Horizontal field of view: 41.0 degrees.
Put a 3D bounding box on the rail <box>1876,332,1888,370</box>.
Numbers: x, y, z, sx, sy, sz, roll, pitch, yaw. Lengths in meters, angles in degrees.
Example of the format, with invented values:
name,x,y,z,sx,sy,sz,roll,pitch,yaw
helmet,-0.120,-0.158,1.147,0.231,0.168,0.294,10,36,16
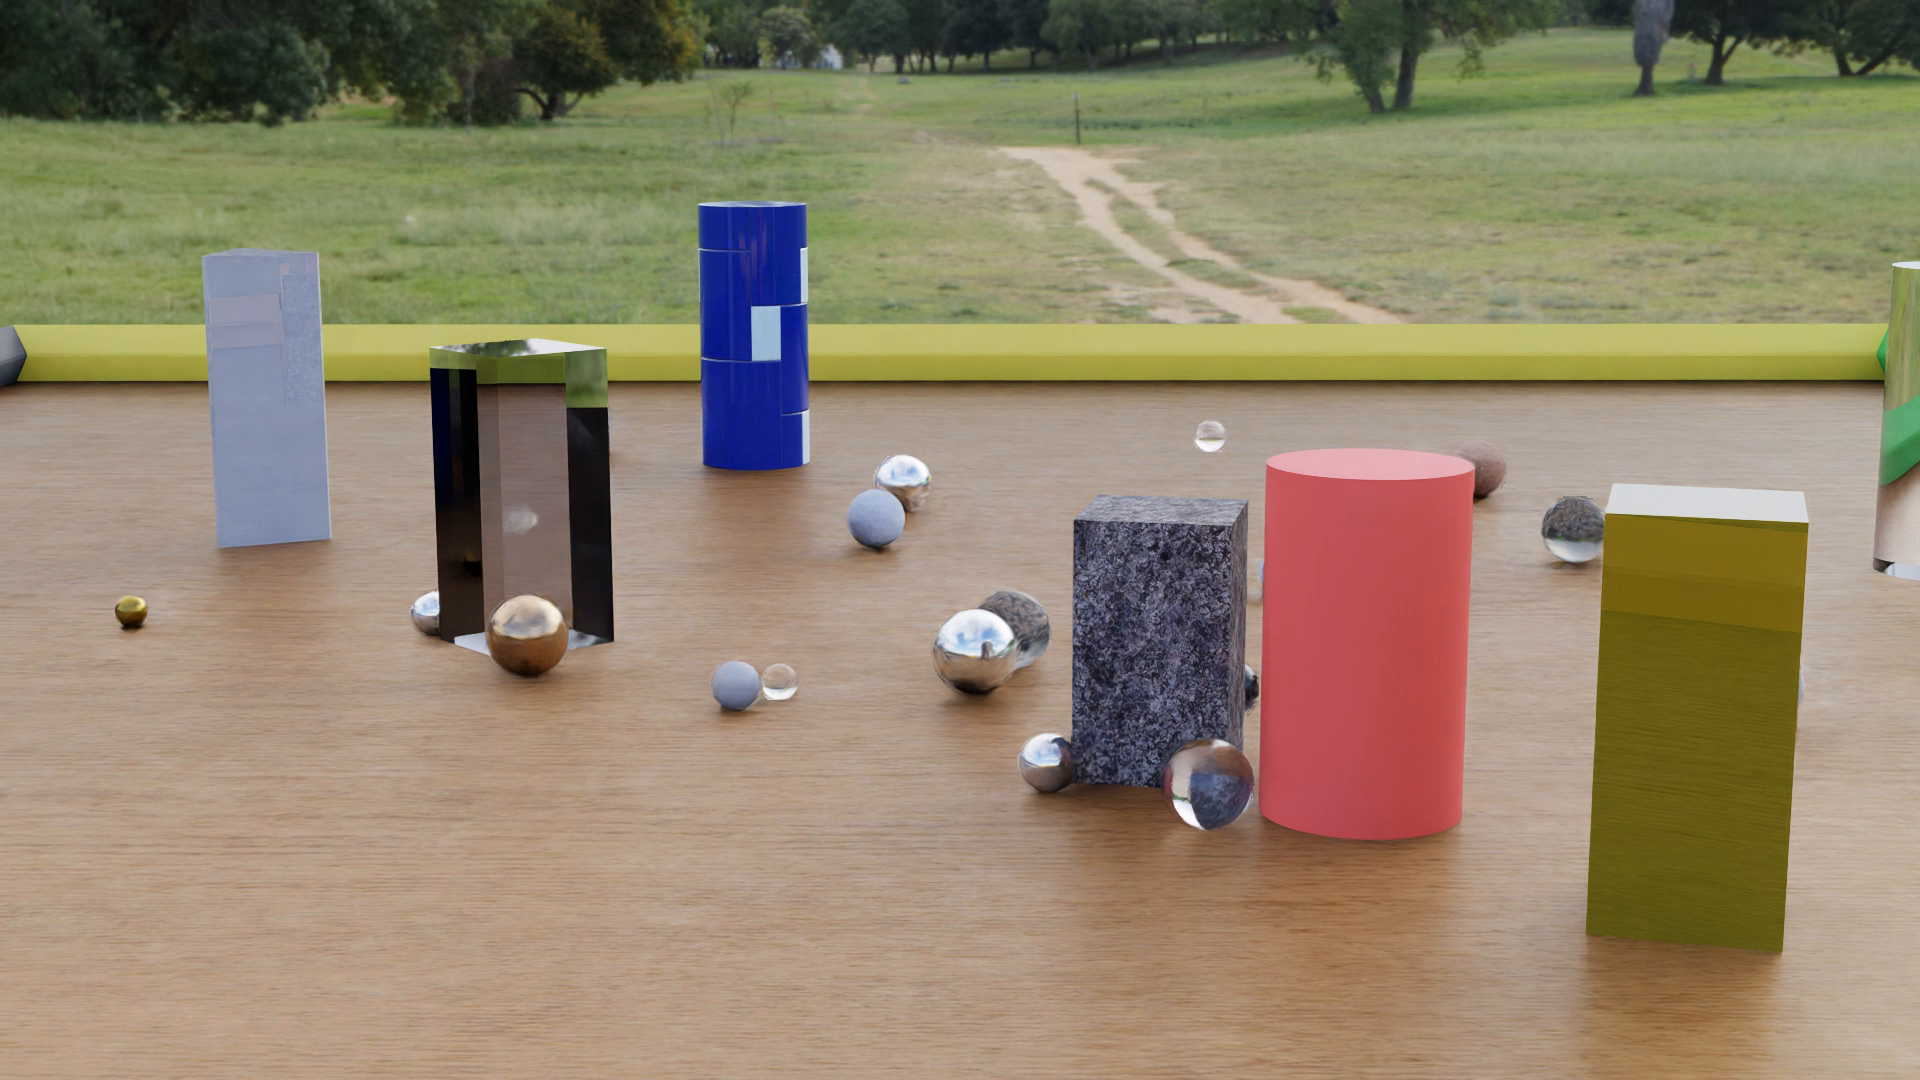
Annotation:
name,x,y,z,sx,sy,sz,roll,pitch,yaw
rail,2.172,0.031,3.461,0.045,0.130,5.206,0,10,0

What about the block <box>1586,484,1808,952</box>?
name,x,y,z,sx,sy,sz,roll,pitch,yaw
block,0.630,0.147,2.200,0.160,0.363,0.160,3,11,16

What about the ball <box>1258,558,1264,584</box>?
name,x,y,z,sx,sy,sz,roll,pitch,yaw
ball,0.447,0.044,3.592,0.059,0.059,0.059,0,10,0

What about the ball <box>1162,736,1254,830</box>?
name,x,y,z,sx,sy,sz,roll,pitch,yaw
ball,0.240,0.235,2.477,0.089,0.089,0.089,0,10,0

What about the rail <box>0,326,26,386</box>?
name,x,y,z,sx,sy,sz,roll,pitch,yaw
rail,-2.172,0.036,3.436,0.045,0.130,5.206,0,10,0

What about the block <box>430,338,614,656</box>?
name,x,y,z,sx,sy,sz,roll,pitch,yaw
block,-0.556,-0.056,3.258,0.160,0.377,0.160,-9,14,-41

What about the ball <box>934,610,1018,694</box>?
name,x,y,z,sx,sy,sz,roll,pitch,yaw
ball,0.019,0.131,3.009,0.100,0.100,0.100,0,10,0

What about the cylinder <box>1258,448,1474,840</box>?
name,x,y,z,sx,sy,sz,roll,pitch,yaw
cylinder,0.396,0.097,2.513,0.200,0.347,0.200,0,10,0

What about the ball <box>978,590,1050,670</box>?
name,x,y,z,sx,sy,sz,roll,pitch,yaw
ball,0.062,0.110,3.132,0.097,0.097,0.097,0,10,0

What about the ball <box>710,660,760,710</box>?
name,x,y,z,sx,sy,sz,roll,pitch,yaw
ball,-0.257,0.166,2.937,0.057,0.057,0.057,0,10,0

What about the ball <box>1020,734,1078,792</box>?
name,x,y,z,sx,sy,sz,roll,pitch,yaw
ball,0.090,0.226,2.604,0.060,0.060,0.060,0,10,0

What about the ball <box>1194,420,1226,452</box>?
name,x,y,z,sx,sy,sz,roll,pitch,yaw
ball,0.477,-0.198,4.895,0.060,0.060,0.060,0,10,0

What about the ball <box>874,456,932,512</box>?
name,x,y,z,sx,sy,sz,roll,pitch,yaw
ball,-0.094,-0.093,4.237,0.094,0.094,0.094,0,10,0

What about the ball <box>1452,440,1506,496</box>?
name,x,y,z,sx,sy,sz,roll,pitch,yaw
ball,0.884,-0.123,4.390,0.097,0.097,0.097,0,10,0

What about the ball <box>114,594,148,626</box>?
name,x,y,z,sx,sy,sz,roll,pitch,yaw
ball,-1.090,0.093,3.375,0.042,0.042,0.042,0,10,0

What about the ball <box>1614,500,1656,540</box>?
name,x,y,z,sx,sy,sz,roll,pitch,yaw
ball,1.050,-0.031,3.990,0.062,0.062,0.062,0,10,0

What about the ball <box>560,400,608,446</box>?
name,x,y,z,sx,sy,sz,roll,pitch,yaw
ball,-0.728,-0.227,4.972,0.091,0.091,0.091,0,10,0

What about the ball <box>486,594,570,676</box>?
name,x,y,z,sx,sy,sz,roll,pitch,yaw
ball,-0.522,0.115,3.098,0.099,0.099,0.099,0,10,0

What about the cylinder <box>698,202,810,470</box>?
name,x,y,z,sx,sy,sz,roll,pitch,yaw
cylinder,-0.380,-0.380,4.735,0.200,0.477,0.200,0,10,0

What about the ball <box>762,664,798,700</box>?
name,x,y,z,sx,sy,sz,roll,pitch,yaw
ball,-0.210,0.165,2.984,0.043,0.043,0.043,0,10,0

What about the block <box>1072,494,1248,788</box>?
name,x,y,z,sx,sy,sz,roll,pitch,yaw
block,0.210,0.104,2.676,0.160,0.275,0.160,2,11,12

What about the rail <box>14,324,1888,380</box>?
name,x,y,z,sx,sy,sz,roll,pitch,yaw
rail,-0.015,-0.436,5.985,4.391,0.130,0.045,0,10,0

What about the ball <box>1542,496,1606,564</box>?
name,x,y,z,sx,sy,sz,roll,pitch,yaw
ball,0.912,-0.015,3.802,0.098,0.098,0.098,0,10,0

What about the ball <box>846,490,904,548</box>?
name,x,y,z,sx,sy,sz,roll,pitch,yaw
ball,-0.129,-0.033,3.925,0.089,0.089,0.089,0,10,0

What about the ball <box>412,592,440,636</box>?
name,x,y,z,sx,sy,sz,roll,pitch,yaw
ball,-0.681,0.095,3.320,0.057,0.057,0.057,0,10,0

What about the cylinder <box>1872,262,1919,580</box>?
name,x,y,z,sx,sy,sz,roll,pitch,yaw
cylinder,1.439,-0.174,3.711,0.200,0.443,0.200,0,10,0

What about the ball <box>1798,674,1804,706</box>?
name,x,y,z,sx,sy,sz,roll,pitch,yaw
ball,0.907,0.166,2.880,0.078,0.078,0.078,0,10,0

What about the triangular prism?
name,x,y,z,sx,sy,sz,roll,pitch,yaw
triangular prism,-1.093,-0.226,3.992,0.173,0.445,0.150,-5,12,-27

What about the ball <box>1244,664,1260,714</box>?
name,x,y,z,sx,sy,sz,roll,pitch,yaw
ball,0.305,0.167,2.902,0.067,0.067,0.067,0,10,0
